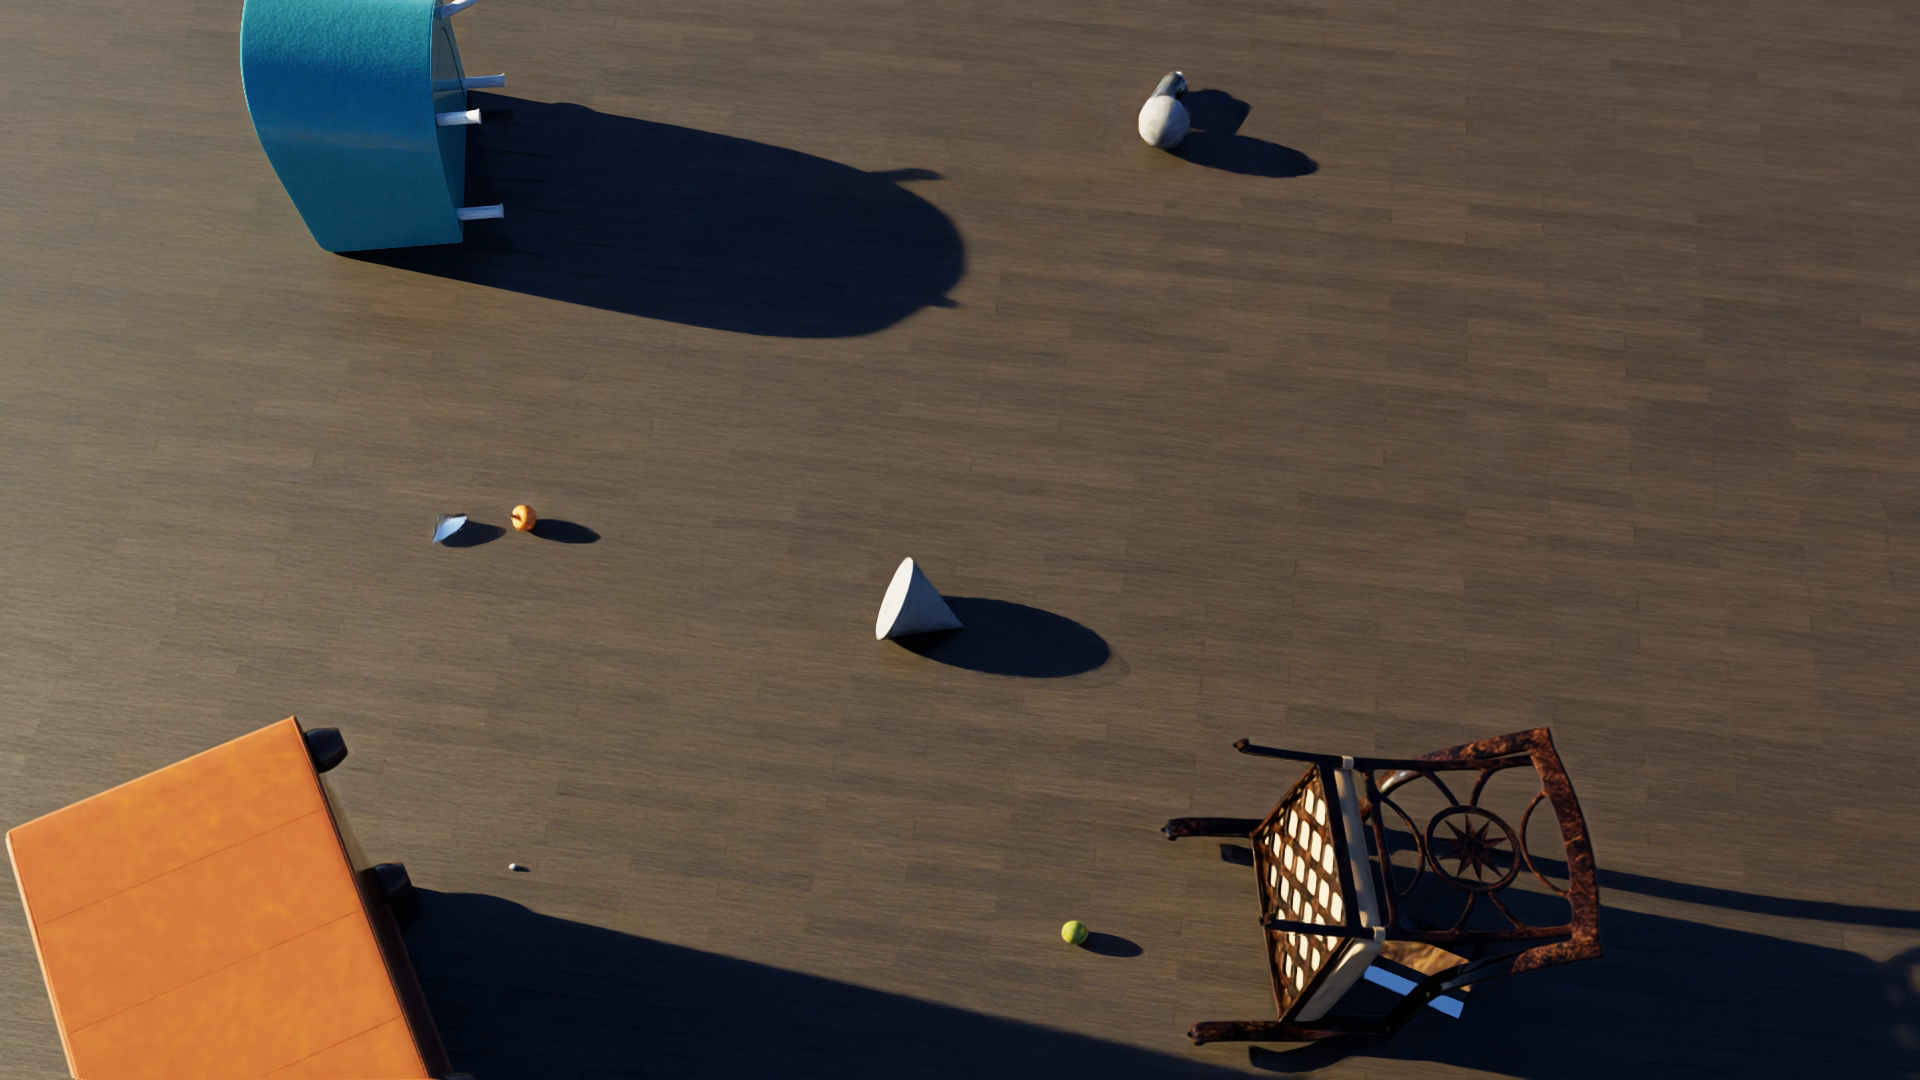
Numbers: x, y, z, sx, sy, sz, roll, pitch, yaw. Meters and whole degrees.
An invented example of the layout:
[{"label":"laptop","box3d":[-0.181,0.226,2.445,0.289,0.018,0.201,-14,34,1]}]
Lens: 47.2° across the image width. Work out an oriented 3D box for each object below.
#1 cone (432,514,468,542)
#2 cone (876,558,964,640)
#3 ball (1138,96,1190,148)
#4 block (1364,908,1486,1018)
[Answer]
[{"label":"cone","box3d":[-1.551,-0.057,6.598,0.128,0.050,0.087,-38,47,-17]},{"label":"cone","box3d":[-0.088,0.211,6.373,0.228,0.213,0.255,23,74,-16]},{"label":"ball","box3d":[0.687,-1.407,7.412,0.176,0.176,0.176,0,56,0]},{"label":"block","box3d":[1.210,1.104,5.729,0.262,0.174,0.136,21,59,14]}]
